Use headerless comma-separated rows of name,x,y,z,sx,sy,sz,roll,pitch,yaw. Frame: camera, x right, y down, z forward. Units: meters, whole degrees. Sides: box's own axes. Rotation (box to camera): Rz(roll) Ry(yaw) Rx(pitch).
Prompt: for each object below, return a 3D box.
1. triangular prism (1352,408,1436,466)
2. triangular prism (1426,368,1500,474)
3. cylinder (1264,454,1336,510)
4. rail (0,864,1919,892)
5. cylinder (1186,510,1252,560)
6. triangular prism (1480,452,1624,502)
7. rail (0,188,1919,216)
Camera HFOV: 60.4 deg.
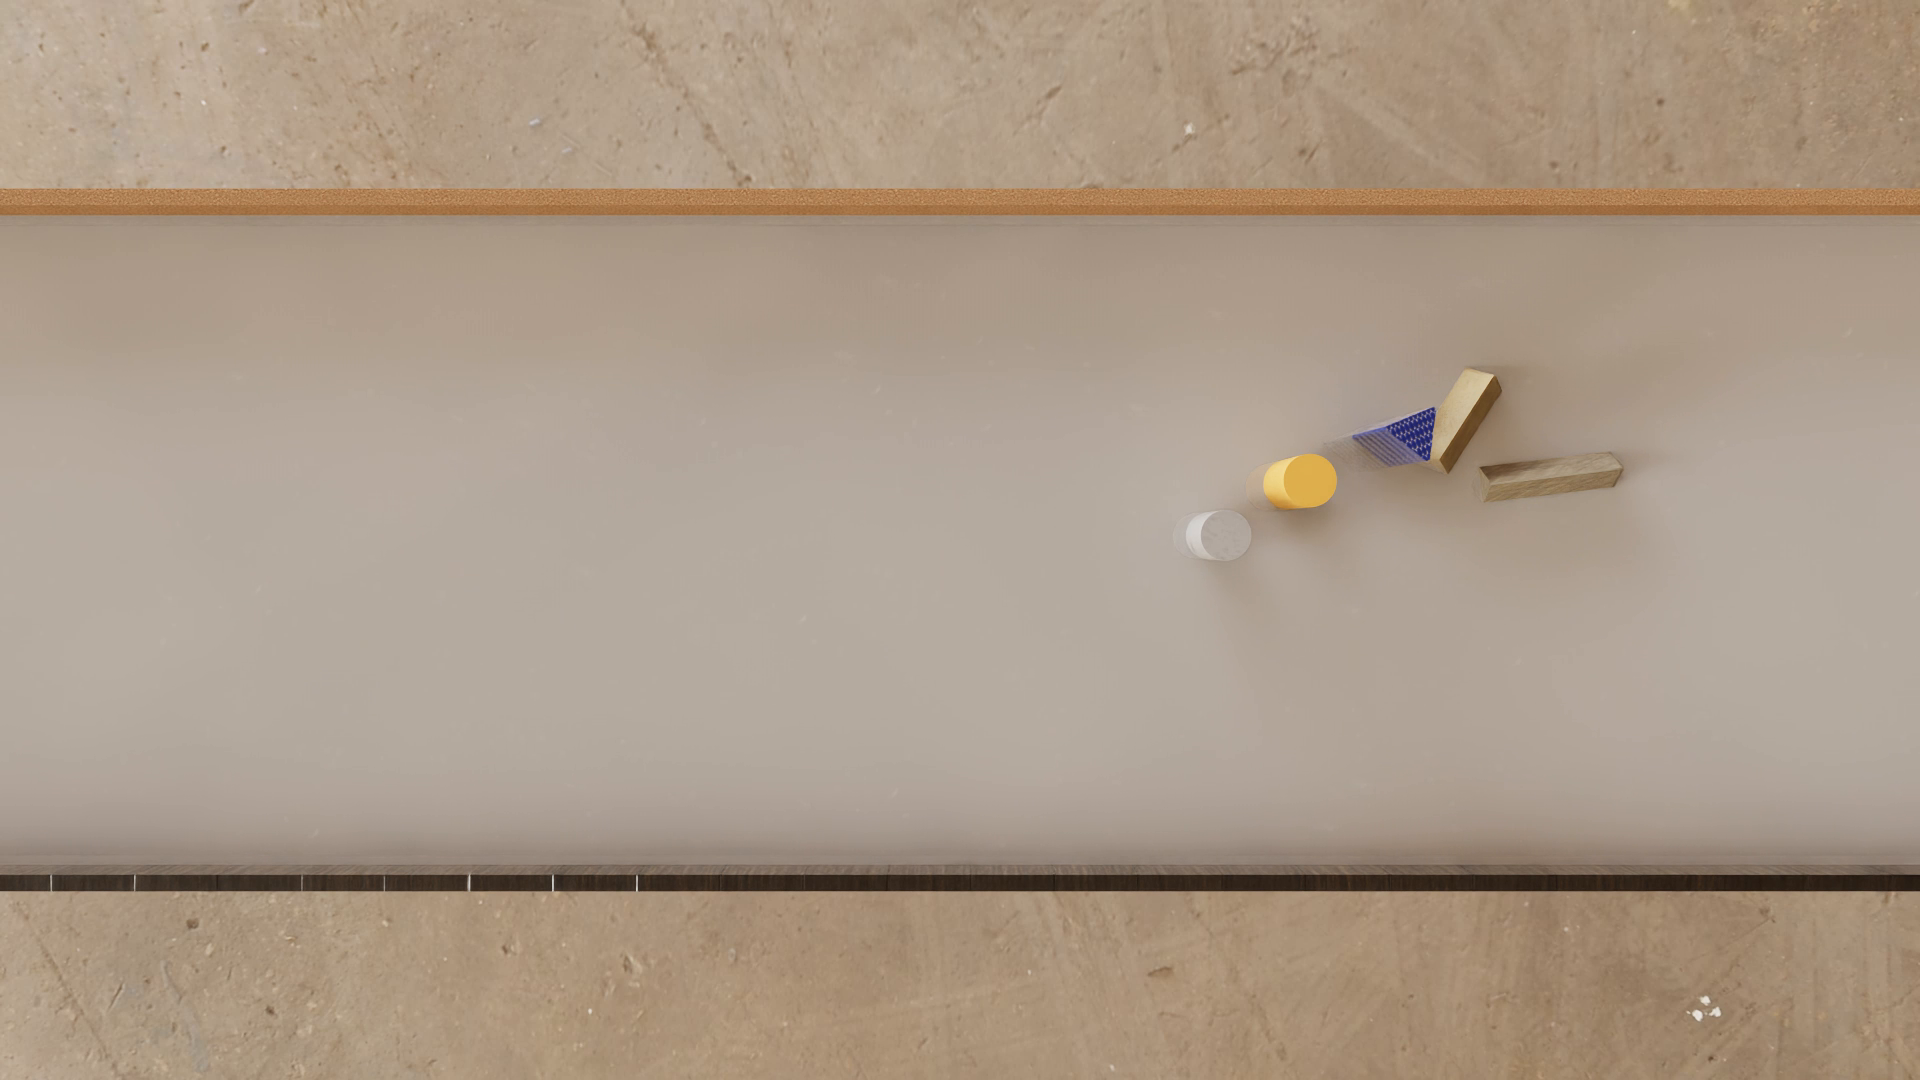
triangular prism,1.306,-0.323,4.874,0.152,0.406,0.131,38,90,0
triangular prism,1.528,-0.366,5.018,0.128,0.111,0.306,33,90,0
cylinder,1.011,-0.172,4.919,0.155,0.316,0.155,0,90,0
rail,-2.247,1.025,5.001,12.000,0.150,0.050,0,90,0
cylinder,0.769,-0.013,4.921,0.148,0.311,0.148,0,90,0
triangular prism,1.805,-0.193,5.027,0.406,0.093,0.108,-7,90,0
rail,-2.247,-1.025,5.002,12.000,0.150,0.050,0,90,0
